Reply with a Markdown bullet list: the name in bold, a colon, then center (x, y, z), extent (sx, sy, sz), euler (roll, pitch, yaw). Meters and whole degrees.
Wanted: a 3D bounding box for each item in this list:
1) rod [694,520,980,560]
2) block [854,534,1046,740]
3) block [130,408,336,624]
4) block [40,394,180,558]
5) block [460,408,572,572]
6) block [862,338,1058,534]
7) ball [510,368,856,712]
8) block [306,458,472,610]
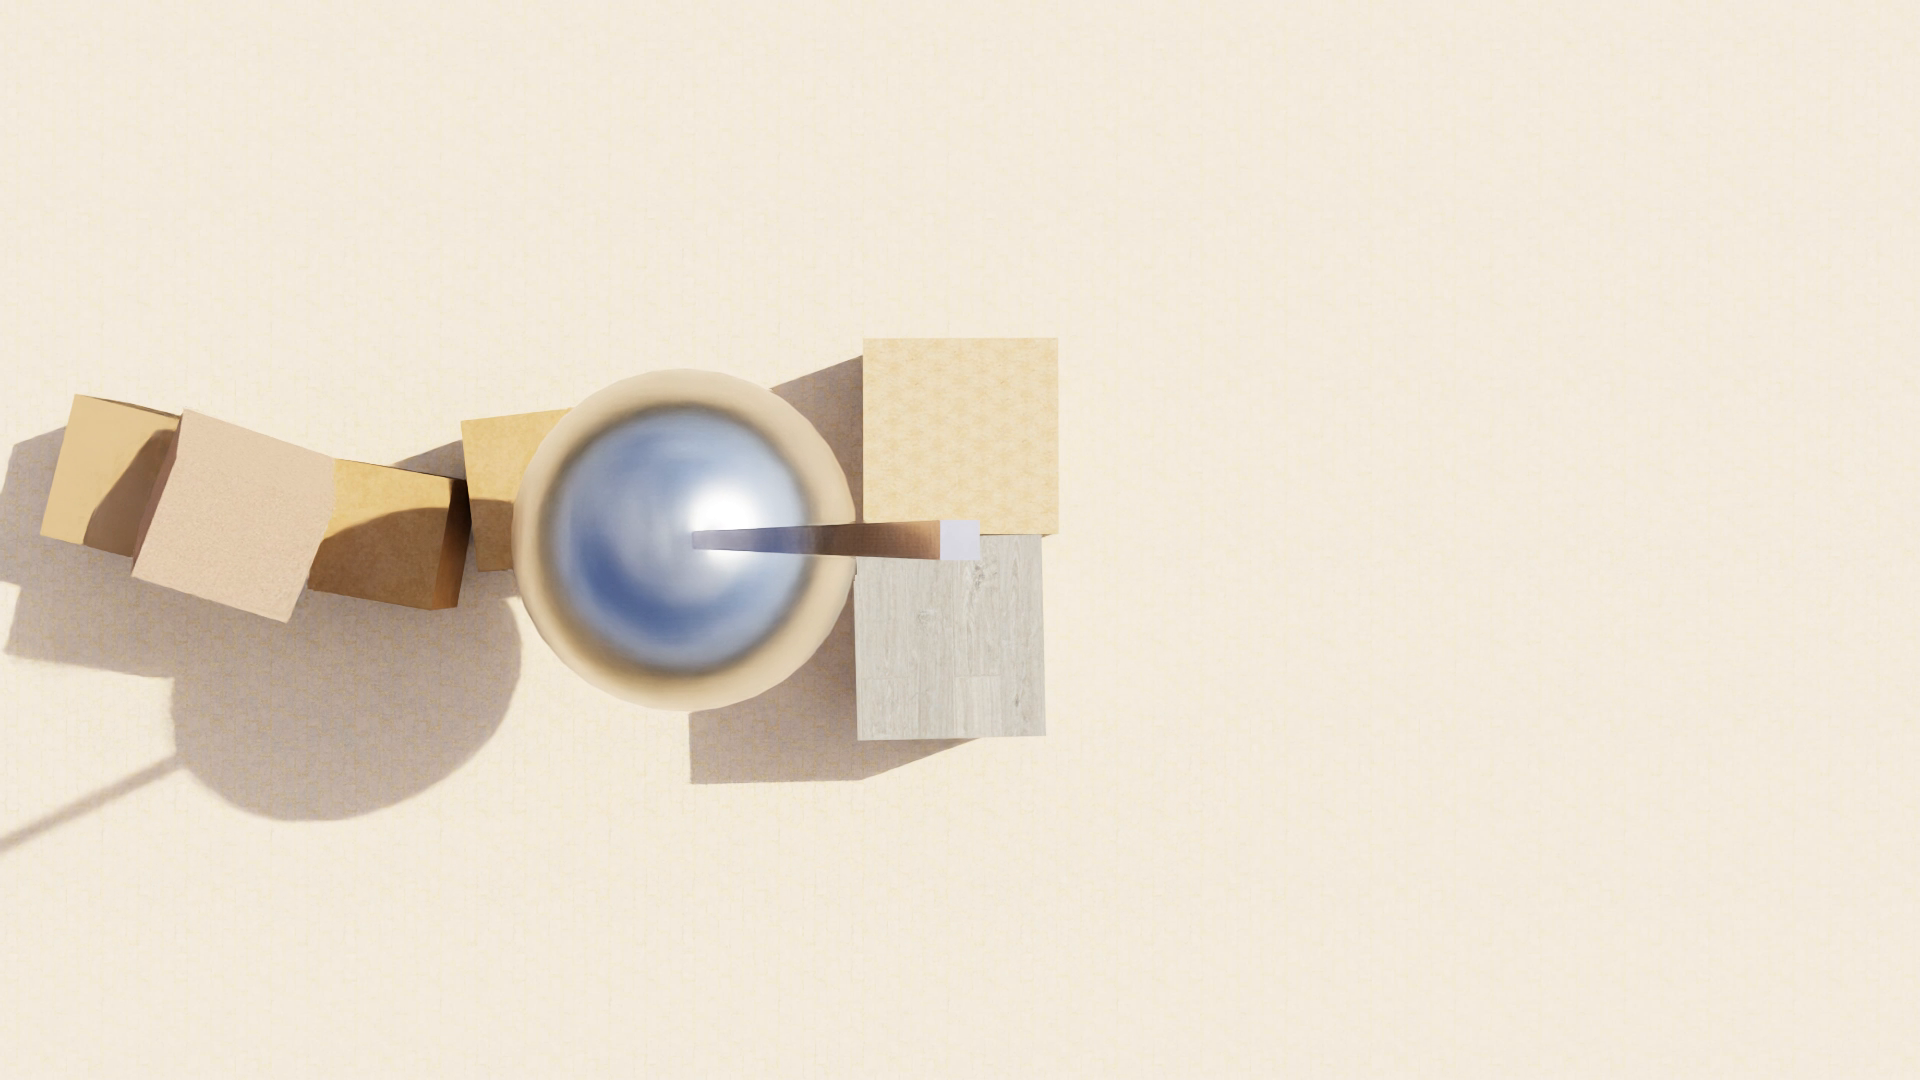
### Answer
- **rod**: center (-0.553, 0.000, 6.918), extent (0.080, 5.200, 0.080), euler (0, 90, -12)
- **block**: center (-0.056, 0.521, 12.384), extent (1.009, 1.233, 1.080), euler (-1, 90, 0)
- **block**: center (-3.884, -0.135, 11.793), extent (0.825, 0.745, 0.709), euler (20, 106, -23)
- **block**: center (-4.567, -0.311, 12.594), extent (0.899, 0.812, 0.805), euler (14, 90, 0)
- **block**: center (-2.339, -0.286, 12.595), extent (0.770, 0.810, 0.845), euler (-7, 90, 0)
- **block**: center (0.005, -0.572, 12.554), extent (1.075, 0.892, 1.080), euler (0, 90, 0)
- **ball**: center (-1.277, 0.000, 10.240), extent (1.600, 1.600, 1.600), euler (0, 90, 0)
- **block**: center (-3.257, -0.033, 12.678), extent (0.708, 0.644, 0.750), euler (10, 90, 0)
